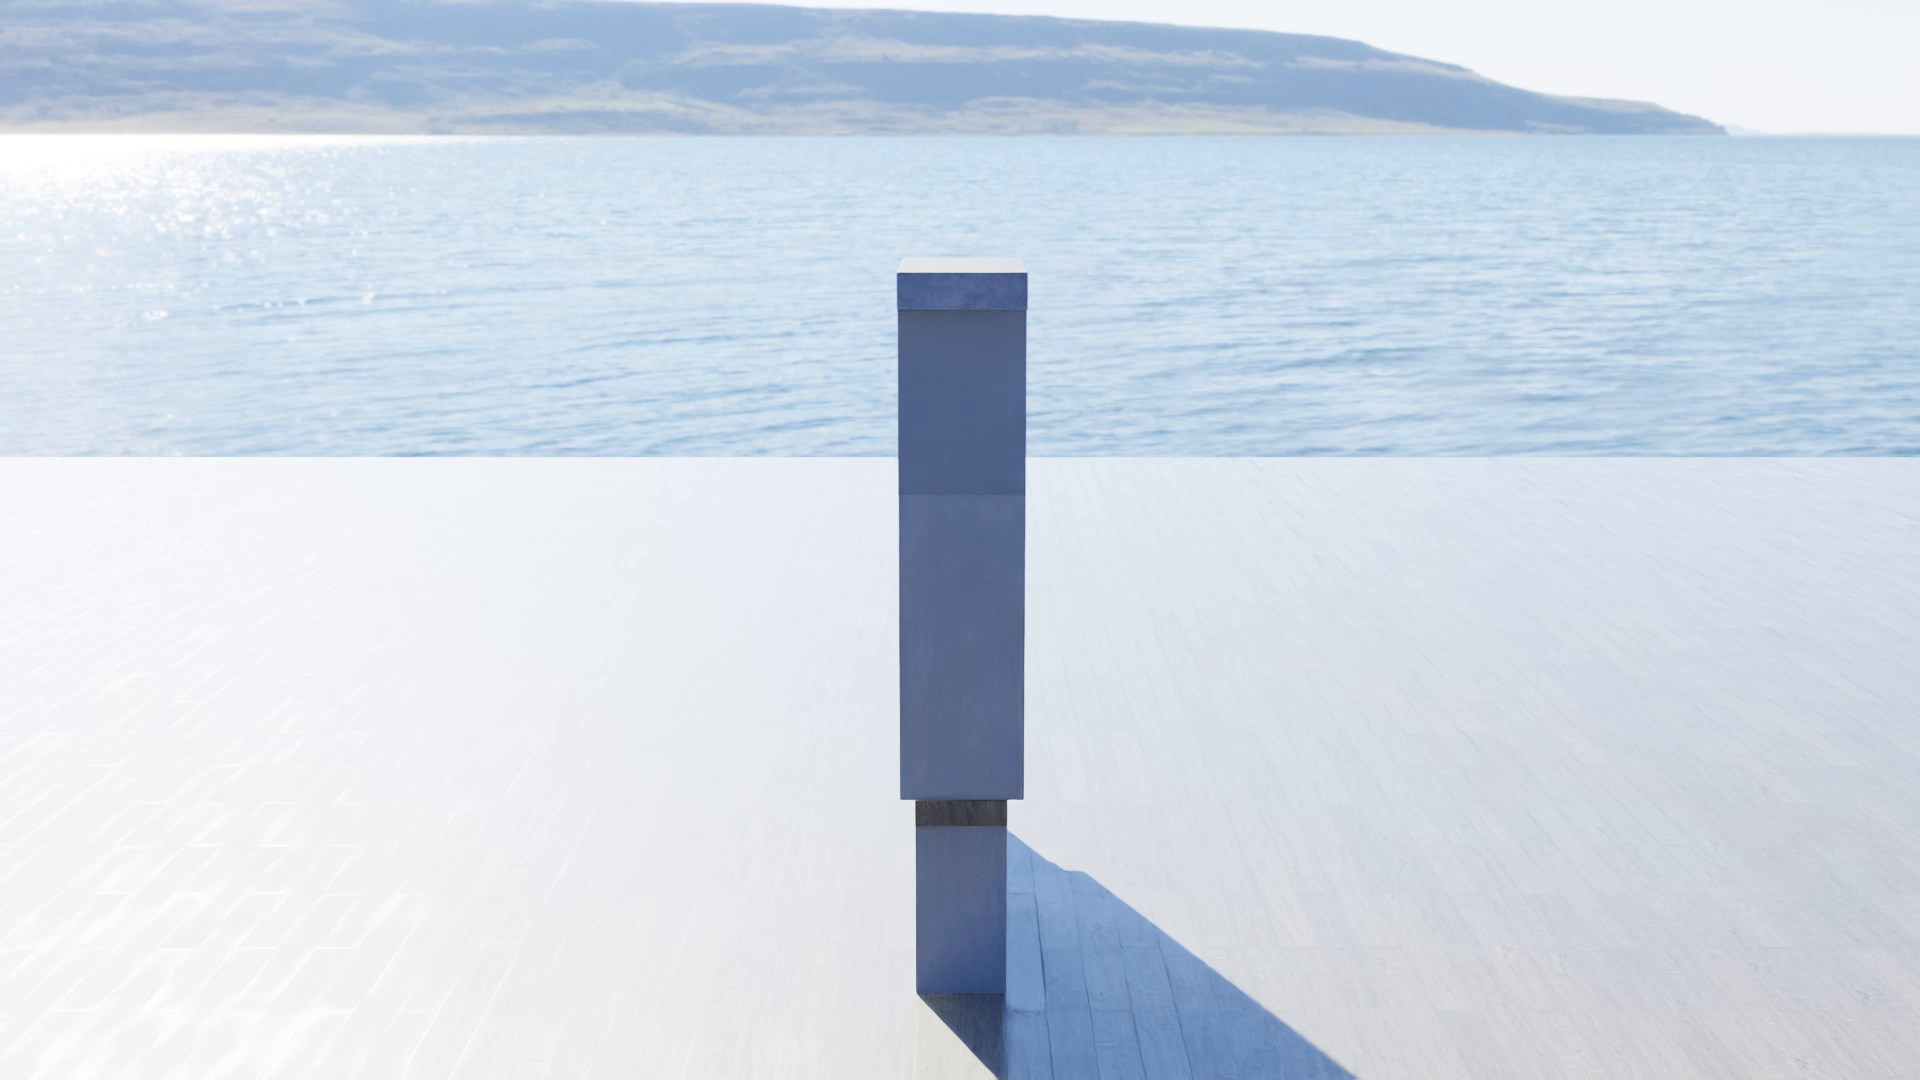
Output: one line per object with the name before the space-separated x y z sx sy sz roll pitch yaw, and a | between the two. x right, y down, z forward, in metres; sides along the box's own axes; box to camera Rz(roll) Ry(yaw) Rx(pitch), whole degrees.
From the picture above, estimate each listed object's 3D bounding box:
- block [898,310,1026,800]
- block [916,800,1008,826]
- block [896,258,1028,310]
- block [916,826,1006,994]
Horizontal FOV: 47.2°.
block | 0.003 0.022 3.129 0.179 0.708 0.051 0 11 0
block | 0.002 0.370 3.298 0.133 0.038 0.265 0 11 0
block | 0.003 -0.372 3.177 0.179 0.051 0.357 0 11 0
block | 0.002 0.535 3.238 0.133 0.266 0.038 0 11 0
